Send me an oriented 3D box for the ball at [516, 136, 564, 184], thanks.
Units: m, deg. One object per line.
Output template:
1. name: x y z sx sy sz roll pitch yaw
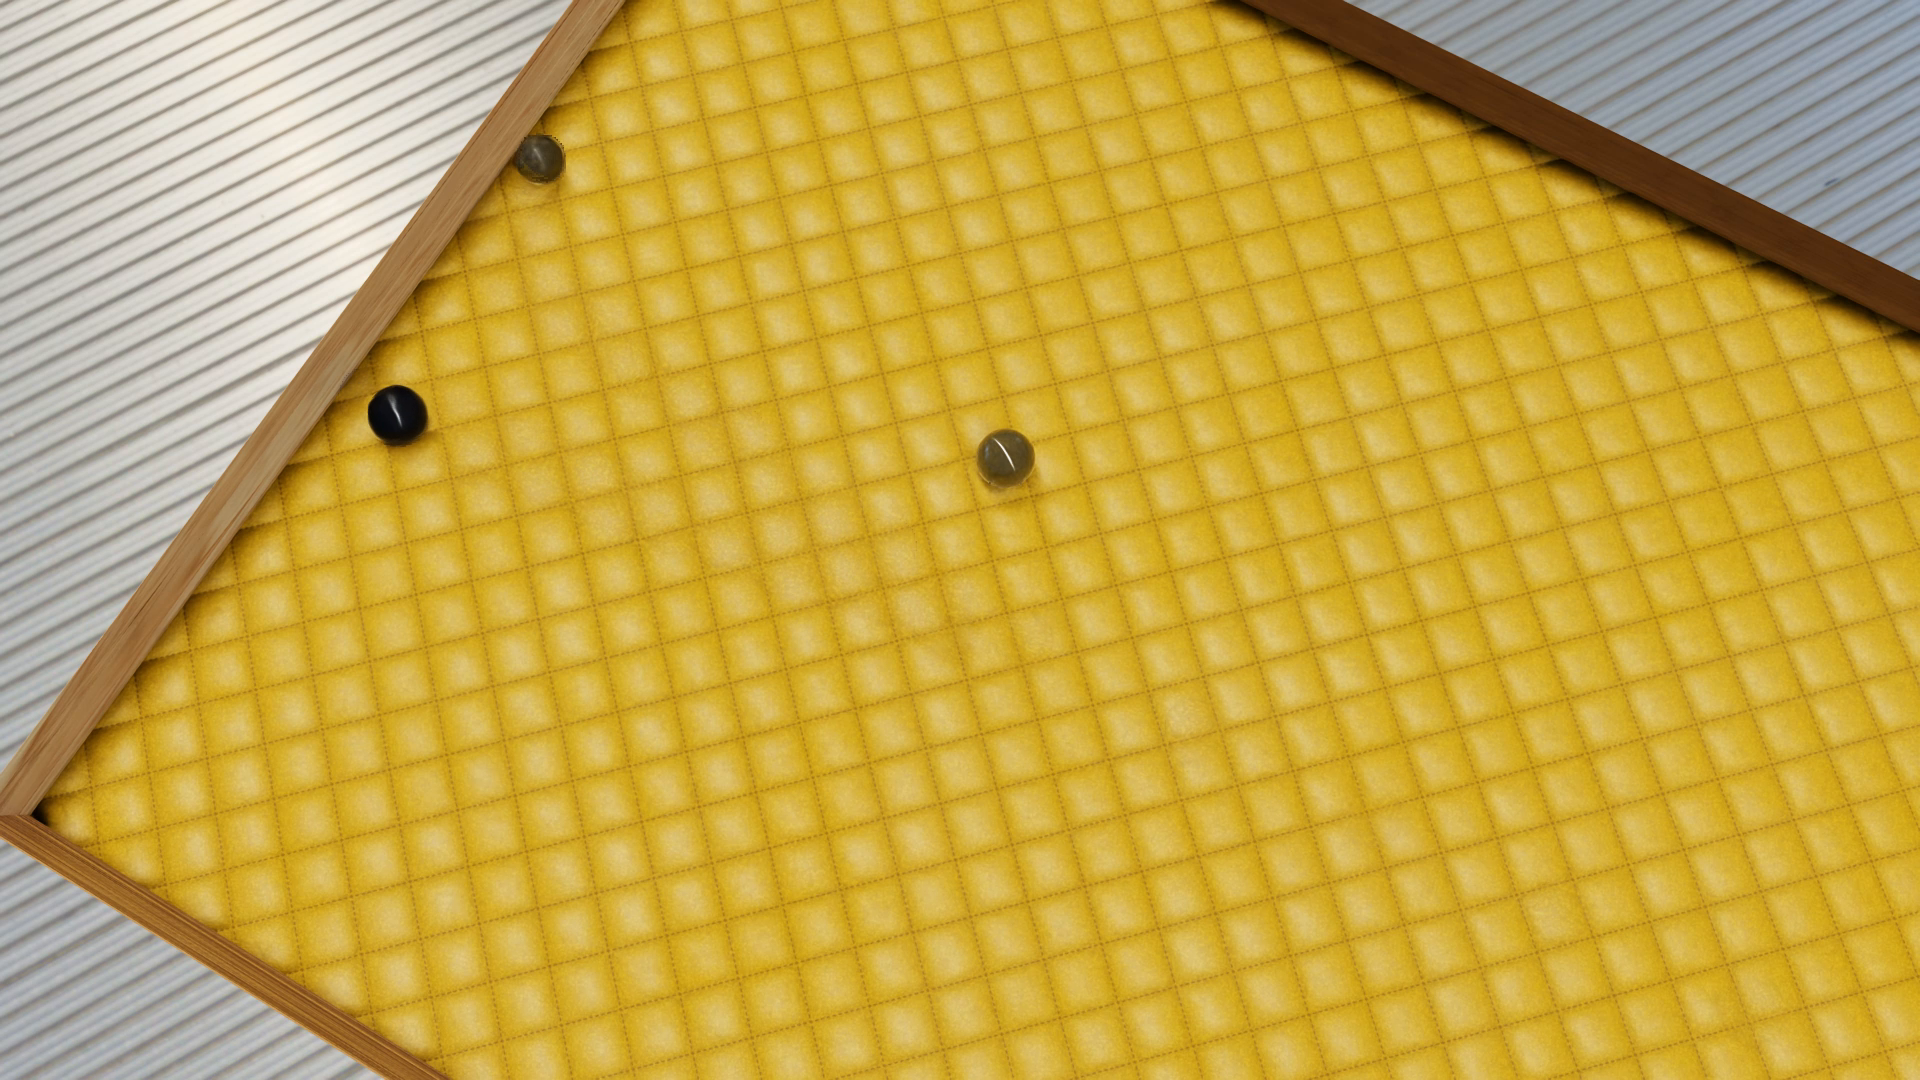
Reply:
1. ball: -0.694 -0.628 3.638 0.080 0.080 0.080 0 71 0

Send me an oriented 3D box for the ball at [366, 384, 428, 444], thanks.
1. ball: -0.890 -0.198 3.481 0.094 0.094 0.094 0 71 0

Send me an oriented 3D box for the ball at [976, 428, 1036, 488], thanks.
1. ball: 0.072 -0.128 3.456 0.095 0.095 0.095 0 71 0

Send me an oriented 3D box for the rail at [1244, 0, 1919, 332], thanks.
1. rail: 1.428 -0.414 3.539 4.071 0.123 0.045 29 73 10

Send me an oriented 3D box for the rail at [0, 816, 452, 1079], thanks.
1. rail: 0.331 1.369 2.918 4.071 0.123 0.045 29 73 10

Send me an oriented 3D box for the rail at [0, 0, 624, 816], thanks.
1. rail: -0.859 -0.477 3.561 0.045 0.123 2.231 29 73 10
